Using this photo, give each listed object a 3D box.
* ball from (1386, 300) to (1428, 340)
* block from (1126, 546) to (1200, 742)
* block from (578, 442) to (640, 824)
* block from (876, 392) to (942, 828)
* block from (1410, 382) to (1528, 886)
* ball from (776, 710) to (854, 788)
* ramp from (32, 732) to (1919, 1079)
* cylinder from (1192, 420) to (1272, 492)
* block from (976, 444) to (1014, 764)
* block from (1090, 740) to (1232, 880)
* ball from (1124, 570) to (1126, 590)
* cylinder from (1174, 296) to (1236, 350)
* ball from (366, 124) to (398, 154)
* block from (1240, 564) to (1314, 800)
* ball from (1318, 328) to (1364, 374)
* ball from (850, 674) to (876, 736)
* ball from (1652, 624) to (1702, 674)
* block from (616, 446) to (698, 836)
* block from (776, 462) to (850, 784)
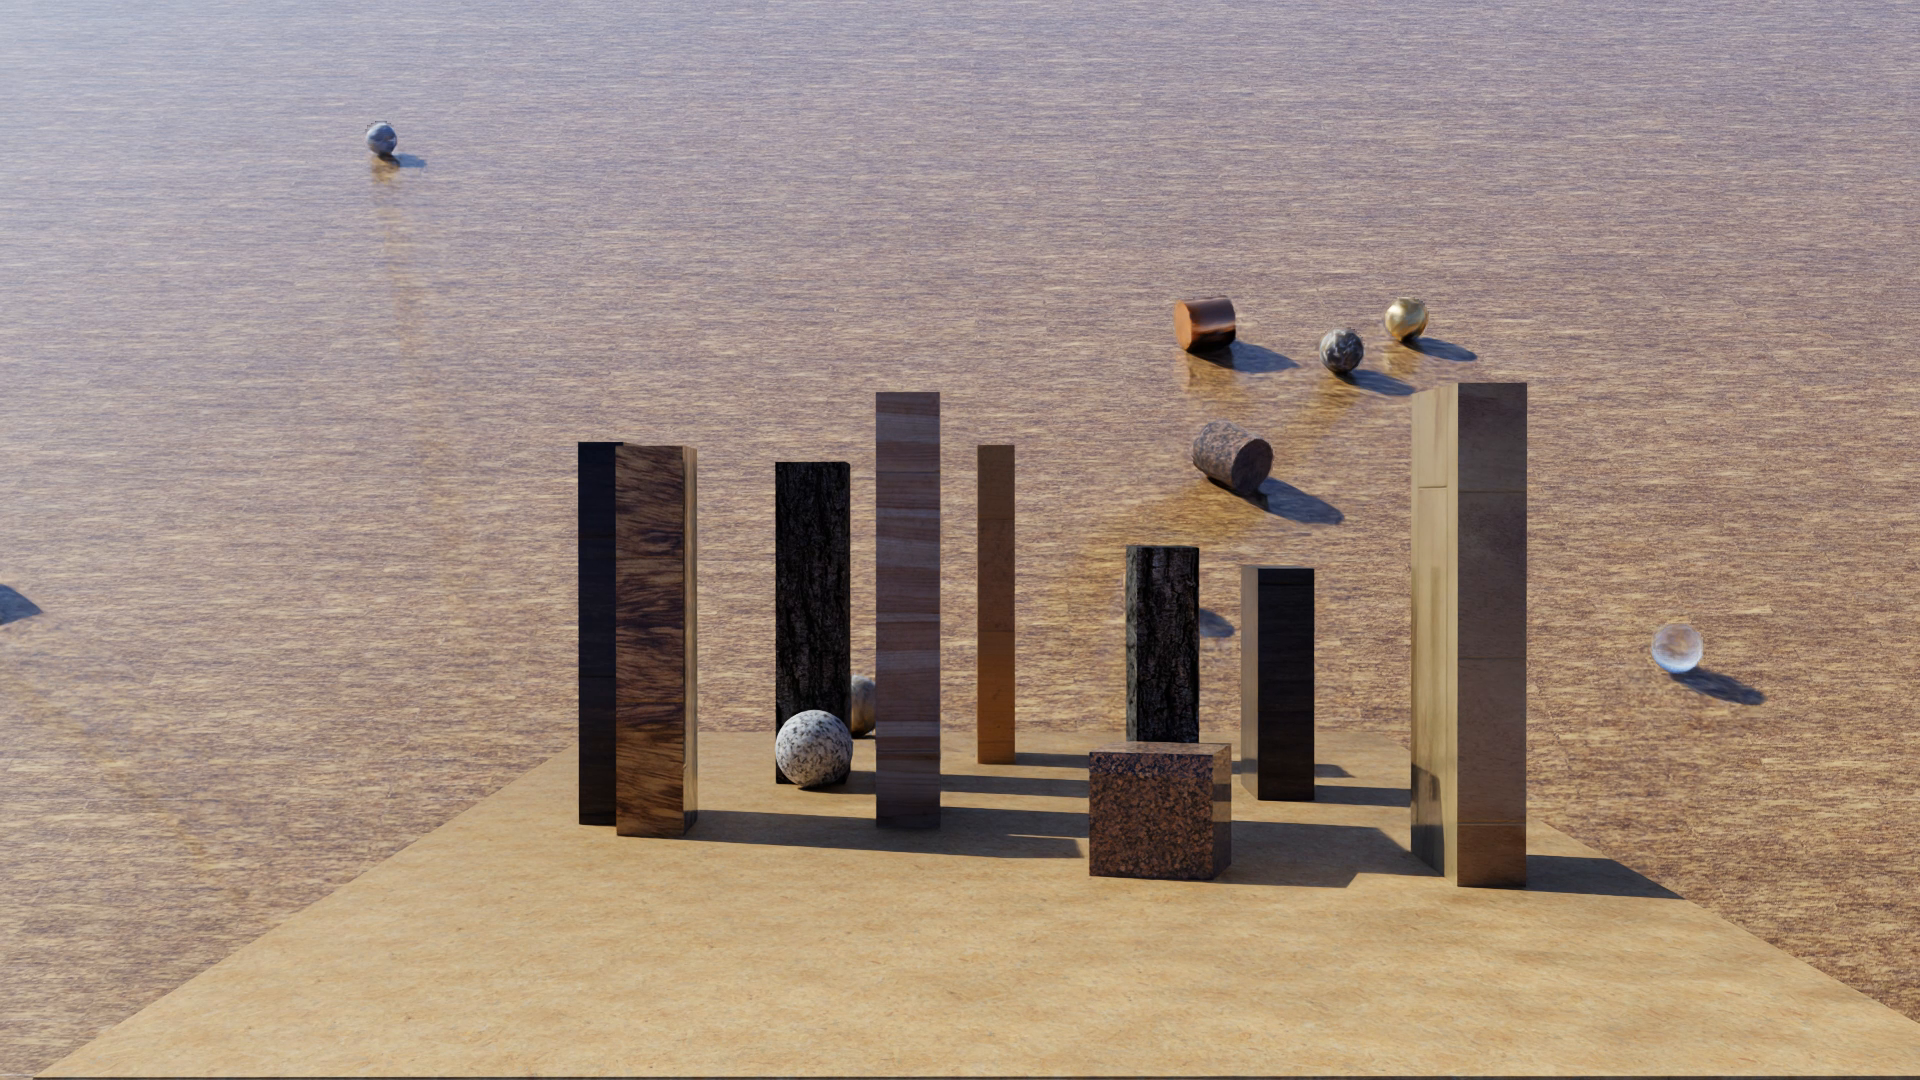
[{"bbox_3d":[1.558,-0.768,9.017,0.144,0.144,0.144,0,28,0],"label":"ball"},{"bbox_3d":[0.338,0.265,4.329,0.101,0.509,0.260,0,1,0],"label":"block"},{"bbox_3d":[-0.650,0.167,4.819,0.082,0.694,0.287,0,1,0],"label":"block"},{"bbox_3d":[-0.094,0.123,4.799,0.115,0.781,0.330,0,1,0],"label":"block"},{"bbox_3d":[0.804,0.141,4.102,0.105,0.762,0.399,0,1,0],"label":"block"},{"bbox_3d":[-0.299,0.428,5.292,0.160,0.160,0.160,0,28,0],"label":"ball"},{"bbox_3d":[0.063,0.566,4.606,2.000,0.100,4.000,0,1,0],"label":"ramp"},{"bbox_3d":[0.846,-0.261,8.027,0.176,0.176,0.176,-20,34,-33],"label":"cylinder"},{"bbox_3d":[0.081,0.143,5.926,0.083,0.715,0.280,0,1,0],"label":"block"},{"bbox_3d":[0.319,0.426,4.092,0.194,0.194,0.194,0,1,14],"label":"block"},{"bbox_3d":[0.539,0.113,7.352,0.149,0.149,0.149,0,28,0],"label":"ball"},{"bbox_3d":[0.851,-0.752,8.964,0.165,0.165,0.165,-8,29,-15],"label":"cylinder"},{"bbox_3d":[-2.399,-1.663,10.720,0.128,0.128,0.128,0,28,0],"label":"ball"},{"bbox_3d":[0.639,0.281,5.211,0.111,0.455,0.302,0,1,0],"label":"block"},{"bbox_3d":[1.294,-0.642,8.772,0.150,0.150,0.150,0,28,0],"label":"ball"},{"bbox_3d":[-0.264,0.416,6.488,0.154,0.154,0.154,0,28,0],"label":"ball"},{"bbox_3d":[1.948,0.296,7.022,0.134,0.134,0.134,0,28,0],"label":"ball"},{"bbox_3d":[-0.542,0.175,4.634,0.117,0.682,0.247,0,1,0],"label":"block"},{"bbox_3d":[-0.311,0.171,5.508,0.144,0.670,0.279,0,1,0],"label":"block"}]
